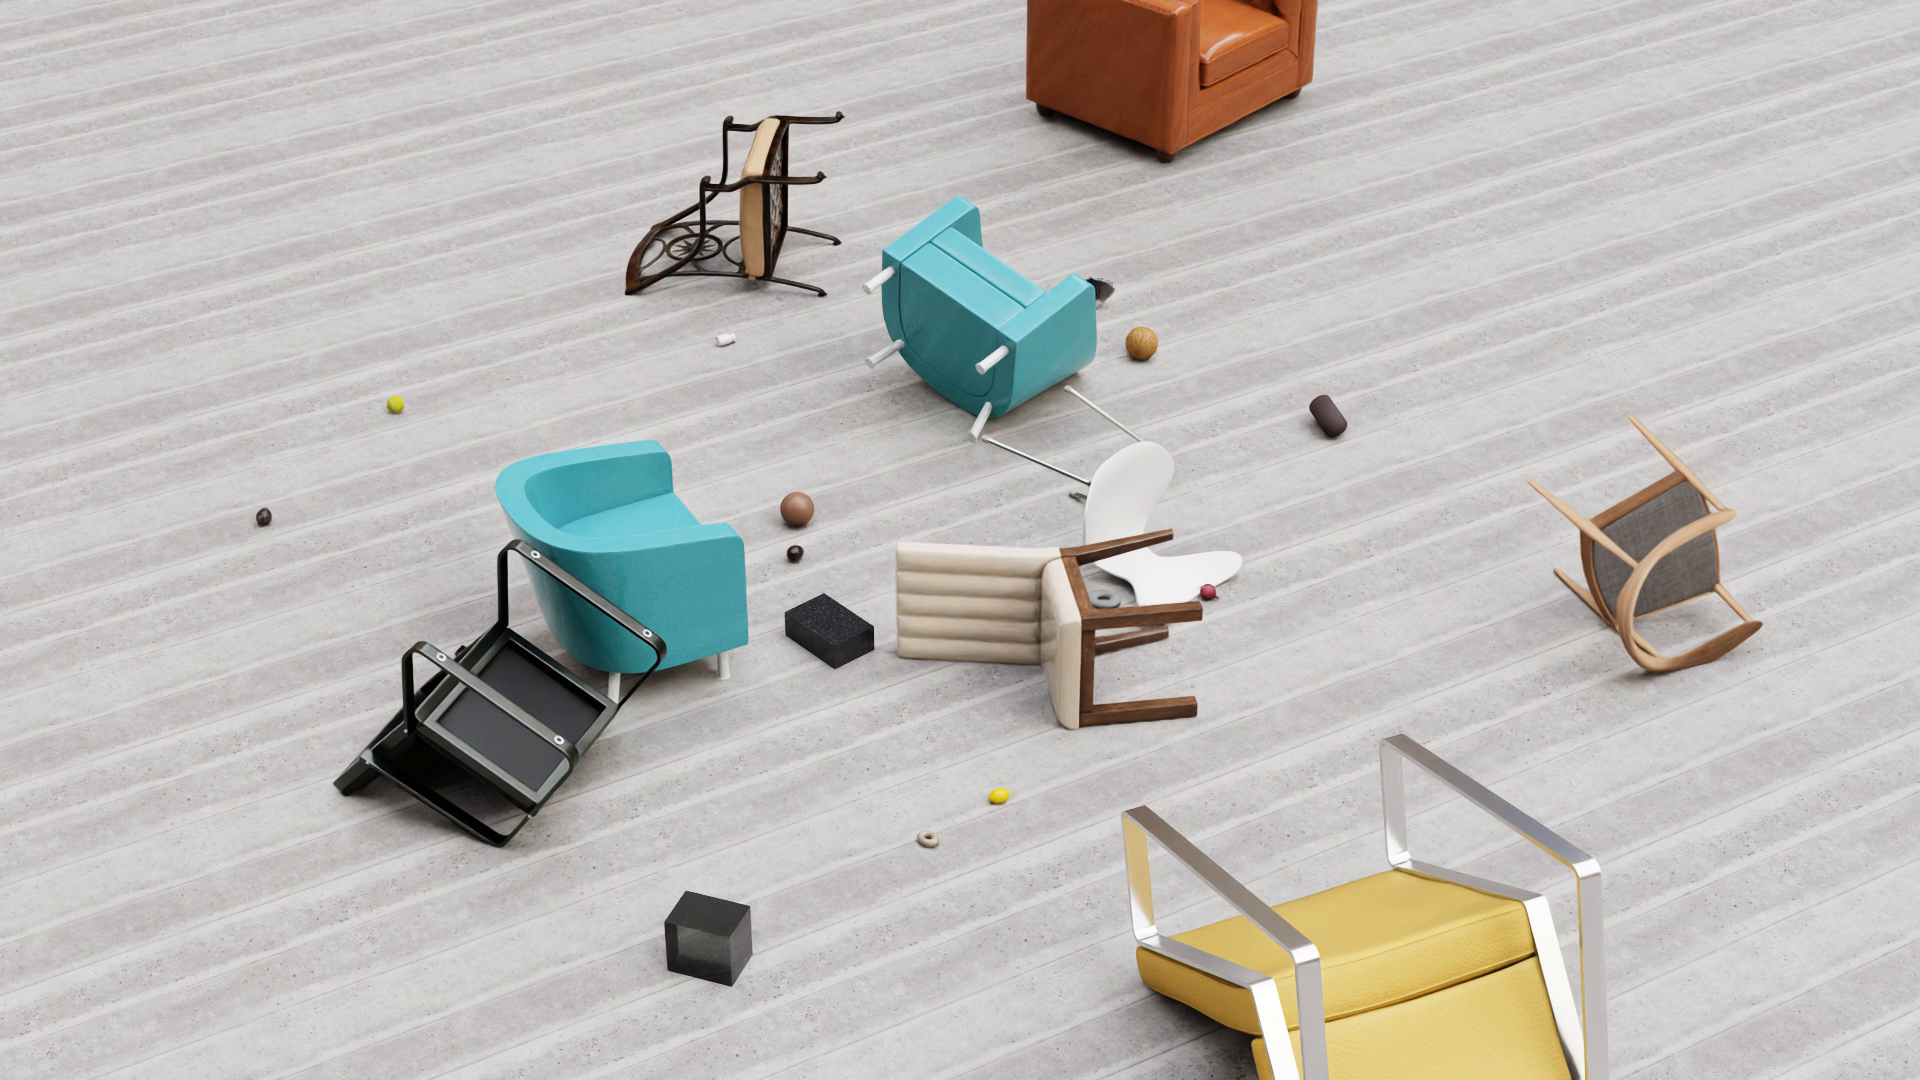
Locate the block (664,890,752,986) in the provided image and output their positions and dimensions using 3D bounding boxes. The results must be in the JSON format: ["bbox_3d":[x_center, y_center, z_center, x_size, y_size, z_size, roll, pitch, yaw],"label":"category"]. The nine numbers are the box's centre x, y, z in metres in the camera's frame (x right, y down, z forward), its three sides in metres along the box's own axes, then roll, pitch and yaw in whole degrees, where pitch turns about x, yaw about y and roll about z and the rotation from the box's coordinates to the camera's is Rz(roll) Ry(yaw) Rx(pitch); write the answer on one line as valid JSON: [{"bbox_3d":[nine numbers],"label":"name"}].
[{"bbox_3d":[-0.765,1.213,8.927,0.215,0.195,0.157,11,35,17],"label":"block"}]

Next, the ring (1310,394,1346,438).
[{"bbox_3d":[1.454,-0.490,11.576,0.095,0.123,0.210,-35,45,8],"label":"ring"}]

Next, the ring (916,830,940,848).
[{"bbox_3d":[-0.103,0.963,9.457,0.081,0.028,0.061,27,43,36],"label":"ring"}]

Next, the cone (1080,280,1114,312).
[{"bbox_3d":[0.569,-1.018,12.430,0.154,0.155,0.115,22,68,-19],"label":"cone"}]

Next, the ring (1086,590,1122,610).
[{"bbox_3d":[0.518,0.214,10.594,0.130,0.029,0.102,9,35,14],"label":"ring"}]

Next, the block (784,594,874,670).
[{"bbox_3d":[-0.461,0.321,10.366,0.181,0.100,0.278,-26,41,-34],"label":"block"}]

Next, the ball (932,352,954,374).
[{"bbox_3d":[-0.069,-0.723,11.966,0.082,0.082,0.082,0,33,0],"label":"ball"}]

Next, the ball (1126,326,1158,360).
[{"bbox_3d":[0.746,-0.809,12.049,0.136,0.136,0.136,0,33,0],"label":"ball"}]
